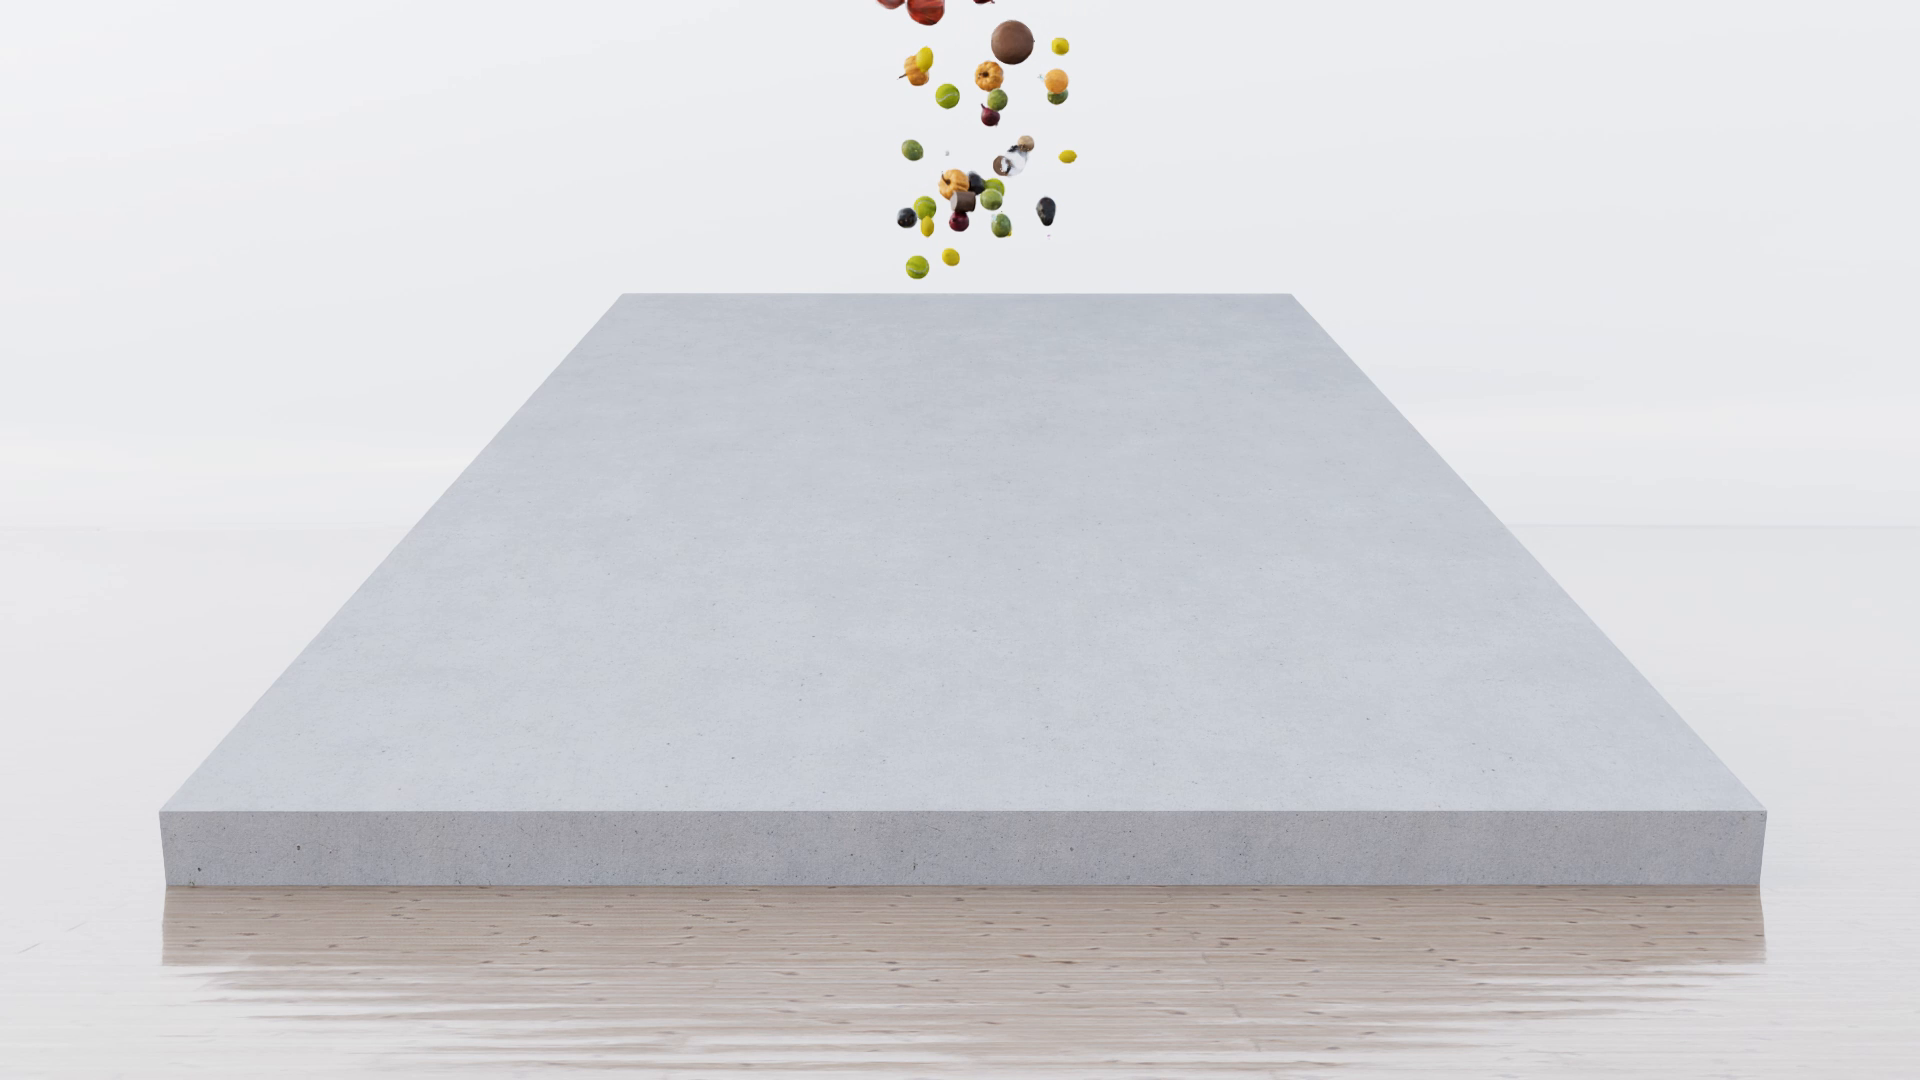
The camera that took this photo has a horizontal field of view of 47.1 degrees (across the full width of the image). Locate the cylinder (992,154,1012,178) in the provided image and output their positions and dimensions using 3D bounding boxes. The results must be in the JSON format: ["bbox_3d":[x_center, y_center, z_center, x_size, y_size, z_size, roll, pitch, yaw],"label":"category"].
[{"bbox_3d":[0.132,-1.086,6.387,0.062,0.062,0.062,0,6,16],"label":"cylinder"}]

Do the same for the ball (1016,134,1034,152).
[{"bbox_3d":[0.184,-1.111,6.176,0.052,0.052,0.052,0,0,0],"label":"ball"}]

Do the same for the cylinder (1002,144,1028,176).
[{"bbox_3d":[0.154,-1.061,6.143,0.066,0.066,0.066,0,29,13],"label":"cylinder"}]

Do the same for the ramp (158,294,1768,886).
[{"bbox_3d":[-0.002,-0.153,4.675,2.000,0.100,4.000,0,16,0],"label":"ramp"}]
